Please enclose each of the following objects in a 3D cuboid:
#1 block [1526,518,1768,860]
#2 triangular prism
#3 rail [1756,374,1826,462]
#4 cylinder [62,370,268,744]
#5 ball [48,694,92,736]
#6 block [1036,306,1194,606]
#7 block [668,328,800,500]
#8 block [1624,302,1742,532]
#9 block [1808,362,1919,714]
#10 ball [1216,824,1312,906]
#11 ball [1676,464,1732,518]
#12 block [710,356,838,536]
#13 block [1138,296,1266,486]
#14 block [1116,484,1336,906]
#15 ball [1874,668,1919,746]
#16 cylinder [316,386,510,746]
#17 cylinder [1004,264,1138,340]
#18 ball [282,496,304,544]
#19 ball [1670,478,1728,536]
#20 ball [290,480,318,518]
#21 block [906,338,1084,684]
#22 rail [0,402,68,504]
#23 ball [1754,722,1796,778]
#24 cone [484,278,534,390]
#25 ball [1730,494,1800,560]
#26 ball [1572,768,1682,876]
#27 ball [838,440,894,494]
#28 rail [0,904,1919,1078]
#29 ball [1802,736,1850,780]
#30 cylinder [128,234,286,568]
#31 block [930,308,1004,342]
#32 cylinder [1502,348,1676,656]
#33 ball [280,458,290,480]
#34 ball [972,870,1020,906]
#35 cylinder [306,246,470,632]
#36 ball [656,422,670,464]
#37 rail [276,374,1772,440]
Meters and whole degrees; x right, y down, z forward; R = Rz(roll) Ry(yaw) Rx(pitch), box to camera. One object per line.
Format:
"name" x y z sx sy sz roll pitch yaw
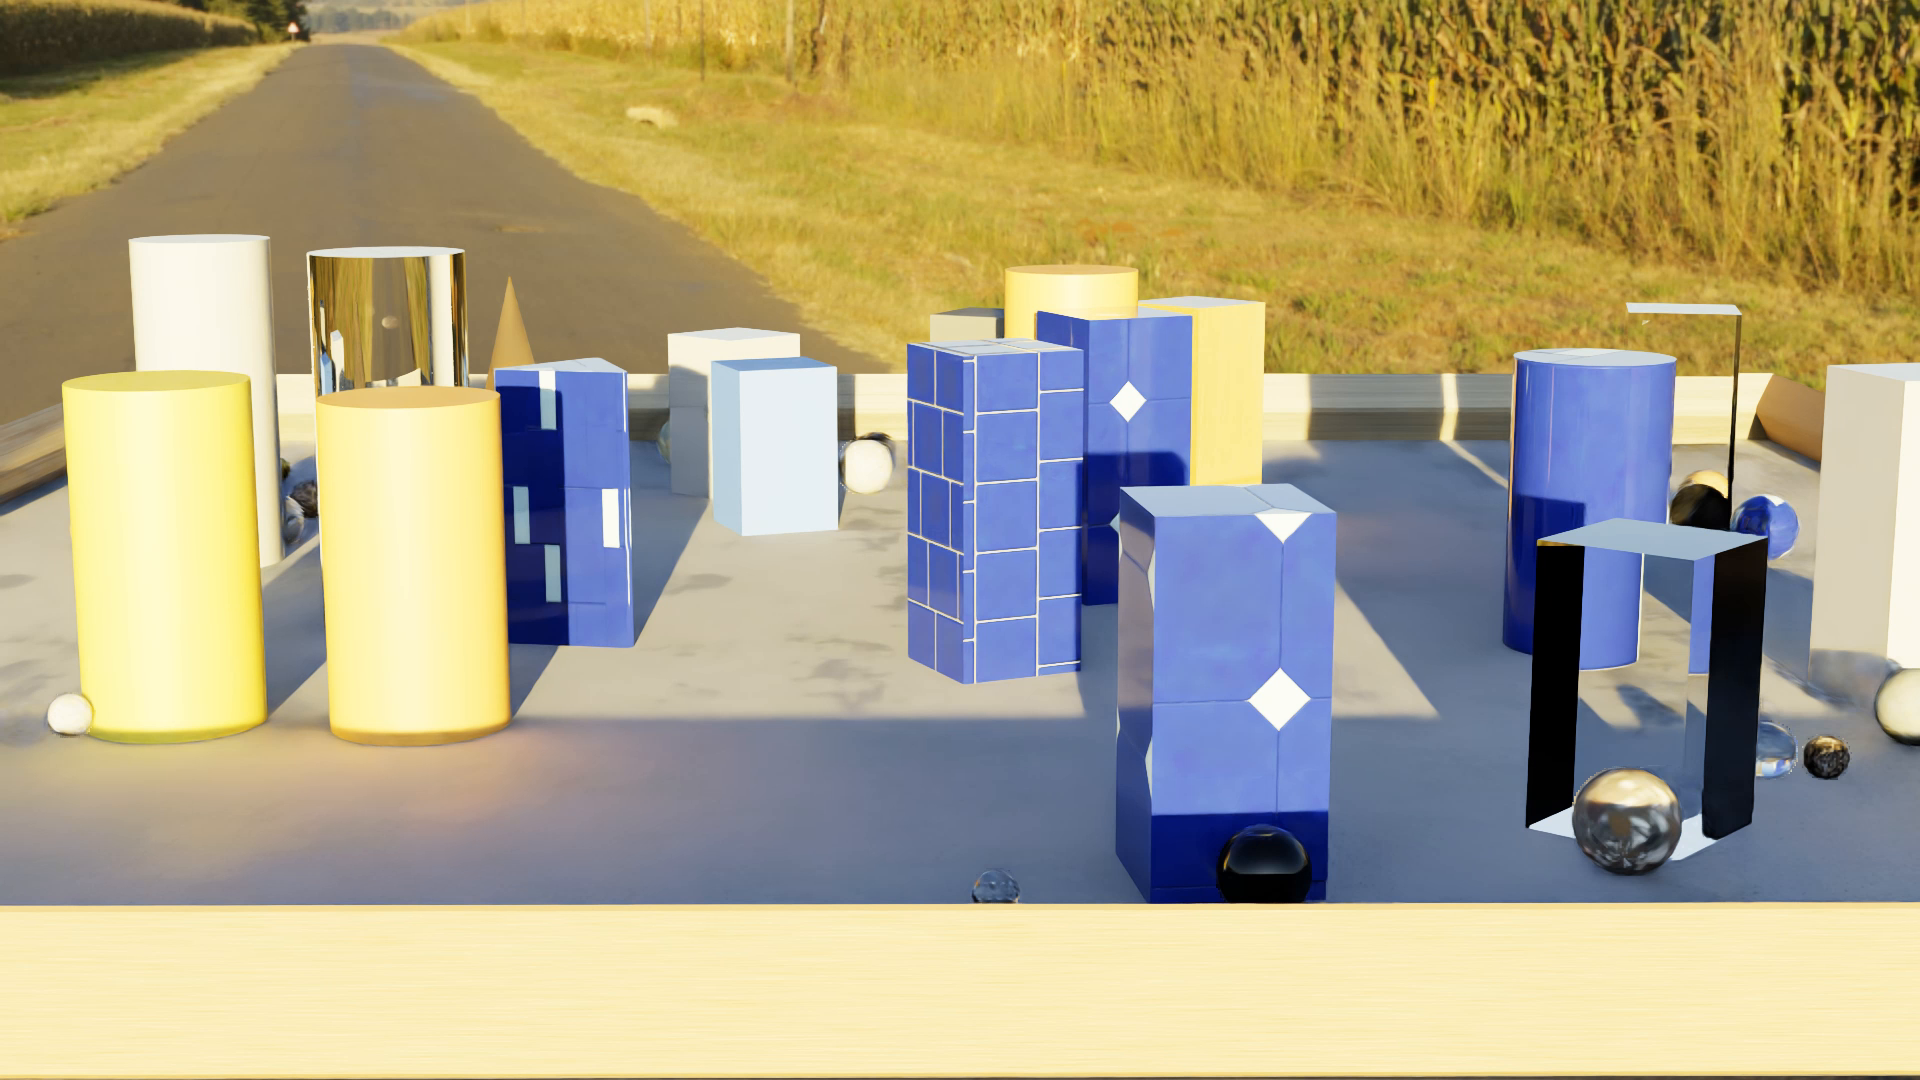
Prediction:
"block" 0.659 0.138 2.465 0.159 0.284 0.159 9 14 40
"triangular prism" -0.487 -0.052 3.306 0.172 0.351 0.149 2 11 10
"rail" 1.583 0.032 3.458 0.045 0.129 3.235 0 10 0
"cylinder" -0.881 0.014 2.852 0.198 0.385 0.198 0 10 0
"ball" -0.971 0.191 2.799 0.047 0.047 0.047 0 10 0
"block" 0.212 -0.121 3.569 0.159 0.391 0.159 -5 11 -24
"block" -0.387 -0.218 4.413 0.159 0.274 0.159 10 14 43
"block" 1.073 -0.162 3.843 0.159 0.370 0.159 2 11 13
"block" 1.103 -0.004 2.958 0.159 0.383 0.159 -2 11 -12
"ball" 0.263 0.287 2.212 0.082 0.082 0.082 0 10 0
"ball" 1.213 -0.080 4.184 0.087 0.087 0.087 0 10 0
"block" -0.297 -0.153 4.100 0.159 0.259 0.159 -4 11 -21
"block" 0.383 -0.216 4.202 0.159 0.347 0.159 -9 14 -41
"block" 0.235 0.135 2.304 0.159 0.347 0.159 -1 11 -7
"ball" 1.035 0.180 2.778 0.086 0.086 0.086 0 10 0
"cylinder" -0.604 0.024 2.844 0.198 0.368 0.198 0 10 0
"cylinder" 0.165 -0.190 3.839 0.198 0.428 0.198 0 10 0
"ball" -1.047 -0.031 3.949 0.076 0.076 0.076 0 10 0
"ball" 1.157 -0.052 4.024 0.089 0.089 0.089 0 10 0
"ball" -1.060 -0.066 4.179 0.061 0.061 0.061 0 10 0
"block" 0.041 -0.040 3.126 0.159 0.392 0.159 -5 12 -25
"rail" -1.583 0.035 3.440 0.045 0.129 3.235 0 10 0
"ball" 0.835 0.217 2.654 0.058 0.058 0.058 0 10 0
"cone" -0.710 -0.222 4.080 0.198 0.402 0.198 0 10 0
"ball" 1.197 -0.018 3.816 0.099 0.099 0.099 0 10 0
"ball" 0.607 0.256 2.336 0.098 0.098 0.098 0 10 0
"ball" -0.162 -0.126 4.410 0.094 0.094 0.094 0 10 0
"rail" 0.009 0.323 1.882 3.214 0.129 0.045 0 10 0
"ball" 0.895 0.224 2.650 0.045 0.045 0.045 0 10 0
"cylinder" -1.109 -0.205 3.784 0.198 0.477 0.198 0 10 0
"block" 0.055 -0.254 4.540 0.159 0.298 0.159 5 12 26
"cylinder" 0.792 -0.048 3.236 0.198 0.368 0.198 0 10 0
"ball" -1.212 -0.127 4.560 0.042 0.042 0.042 0 10 0
"ball" 0.031 0.306 2.221 0.041 0.041 0.041 0 10 0
"cylinder" -0.736 -0.129 3.337 0.198 0.490 0.198 0 10 0
"ball" -0.512 -0.180 4.714 0.089 0.089 0.089 0 10 0
"rail" -0.009 -0.257 5.016 3.214 0.129 0.045 0 10 0
